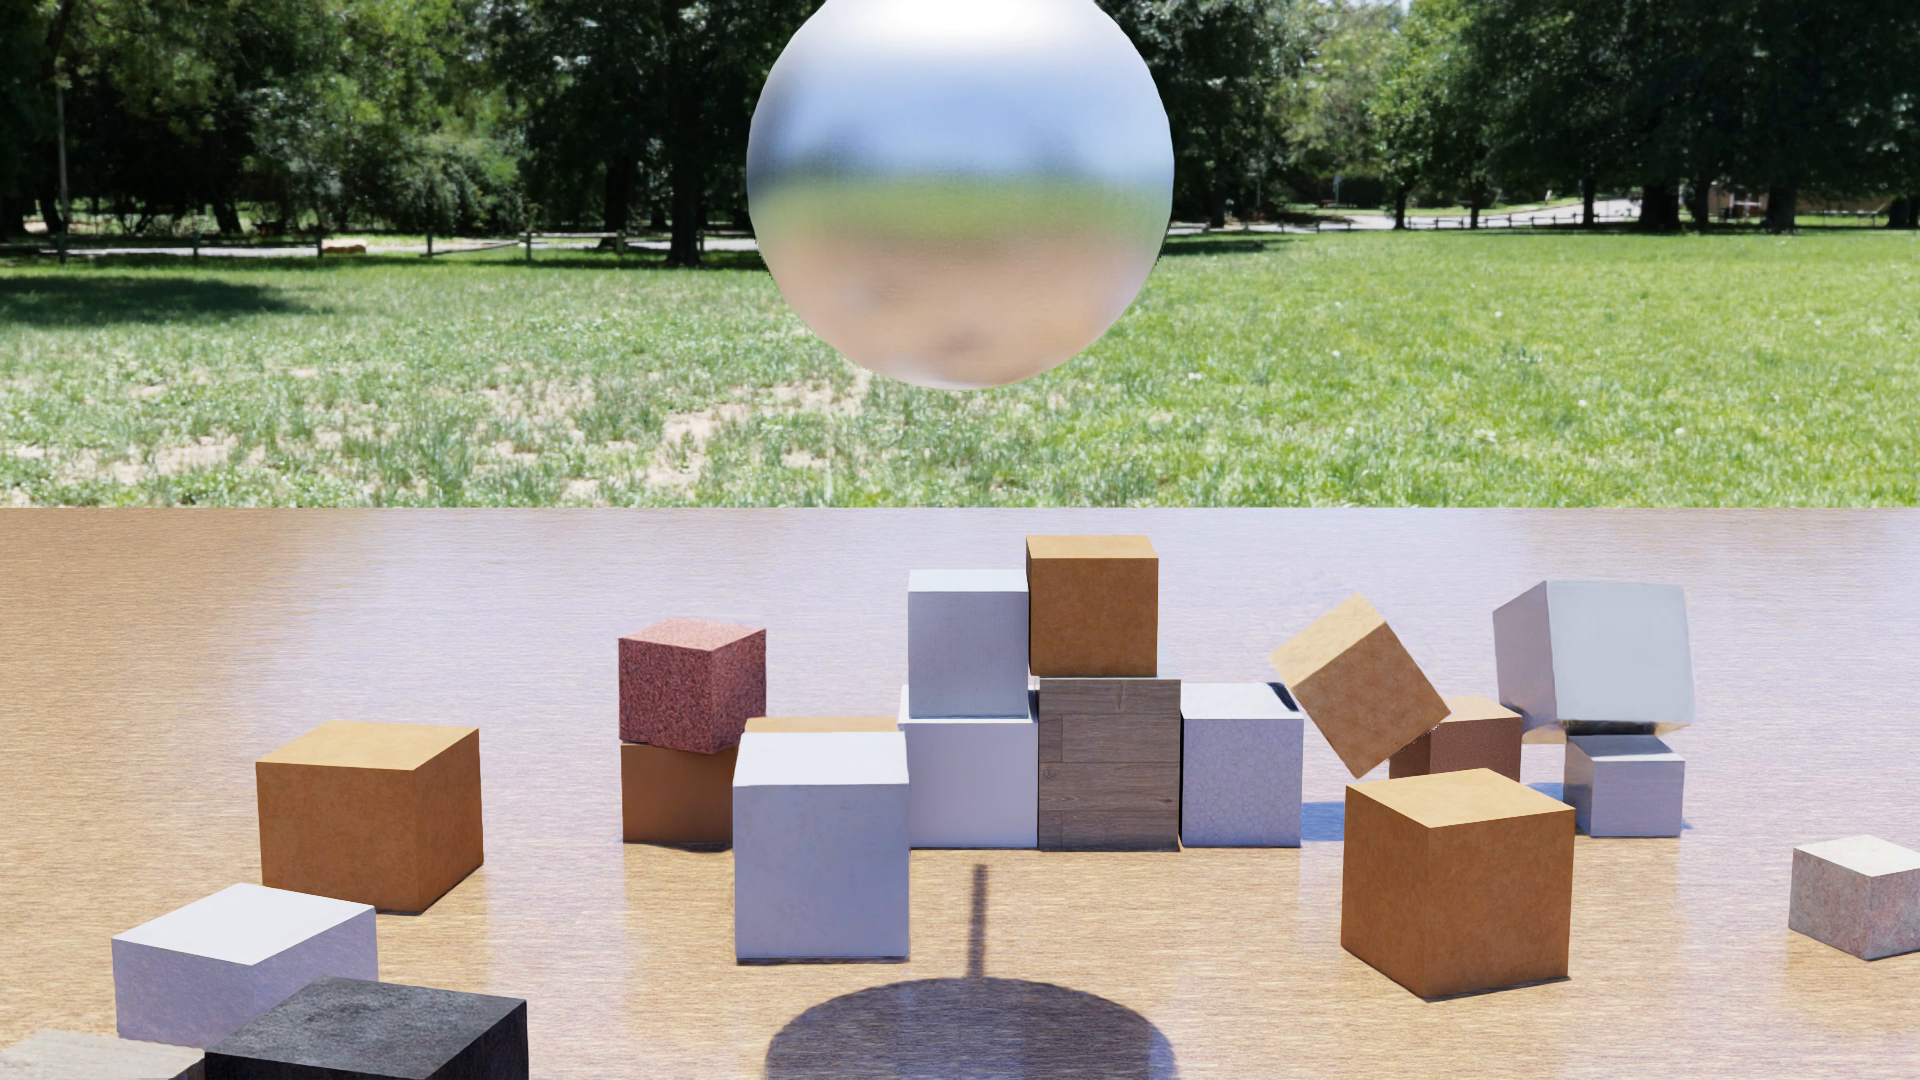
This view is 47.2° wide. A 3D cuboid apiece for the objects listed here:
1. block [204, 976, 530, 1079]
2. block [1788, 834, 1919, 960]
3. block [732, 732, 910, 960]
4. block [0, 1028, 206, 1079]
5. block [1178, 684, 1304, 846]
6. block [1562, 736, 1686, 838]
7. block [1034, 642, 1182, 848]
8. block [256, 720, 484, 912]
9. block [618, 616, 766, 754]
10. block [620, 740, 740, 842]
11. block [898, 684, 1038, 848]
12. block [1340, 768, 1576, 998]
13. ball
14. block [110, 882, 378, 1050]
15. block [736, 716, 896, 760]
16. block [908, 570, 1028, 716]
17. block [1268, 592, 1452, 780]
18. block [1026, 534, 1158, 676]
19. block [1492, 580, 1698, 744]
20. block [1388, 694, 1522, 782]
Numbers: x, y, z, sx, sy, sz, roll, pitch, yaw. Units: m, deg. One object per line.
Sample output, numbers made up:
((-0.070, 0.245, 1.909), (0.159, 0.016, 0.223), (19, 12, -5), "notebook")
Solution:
((-1.915, 1.905, 7.197), (0.775, 0.676, 0.672), (3, 11, 16), "block")
((4.037, 1.584, 9.797), (0.447, 0.378, 0.444), (-5, 11, -24), "block")
((-0.615, 1.355, 9.872), (0.753, 0.789, 0.794), (0, 11, -3), "block")
((-2.770, 1.983, 6.809), (0.640, 0.654, 0.674), (3, 10, 16), "block")
((1.418, 1.151, 11.390), (0.598, 0.660, 0.725), (0, 10, 0), "block")
((3.442, 1.275, 11.426), (0.467, 0.404, 0.485), (0, 10, -1), "block")
((0.745, 1.044, 11.387), (0.701, 0.873, 0.841), (0, 10, 0), "block")
((-2.800, 1.303, 10.497), (0.777, 0.681, 0.753), (2, 10, 11), "block")
((-1.361, 0.732, 11.210), (0.549, 0.533, 0.524), (6, 13, 25), "block")
((-1.387, 1.223, 11.423), (0.642, 0.505, 0.642), (0, 10, 0), "block")
((0.041, 1.159, 11.387), (0.697, 0.646, 0.775), (0, 10, 0), "block")
((2.135, 1.460, 9.477), (0.719, 0.737, 0.656), (-4, 11, -21), "block")
((0.000, -1.363, 8.226), (1.600, 1.600, 1.600), (0, 10, 0), "ball")
((-2.688, 1.735, 8.329), (0.666, 0.607, 0.677), (5, 11, 24), "block")
((-0.681, 1.277, 10.687), (0.740, 0.664, 0.736), (0, 10, -2), "block")
((0.041, 0.521, 11.286), (0.602, 0.645, 0.565), (0, 10, 0), "block")
((2.065, 0.749, 11.431), (0.590, 0.609, 0.608), (-36, 12, 5), "block")
((0.664, 0.325, 11.227), (0.630, 0.598, 0.640), (0, 10, -1), "block")
((3.351, 0.665, 11.666), (0.767, 0.730, 0.690), (2, -16, -10), "block")
((2.636, 1.156, 11.726), (0.523, 0.531, 0.474), (-3, 11, -14), "block")
